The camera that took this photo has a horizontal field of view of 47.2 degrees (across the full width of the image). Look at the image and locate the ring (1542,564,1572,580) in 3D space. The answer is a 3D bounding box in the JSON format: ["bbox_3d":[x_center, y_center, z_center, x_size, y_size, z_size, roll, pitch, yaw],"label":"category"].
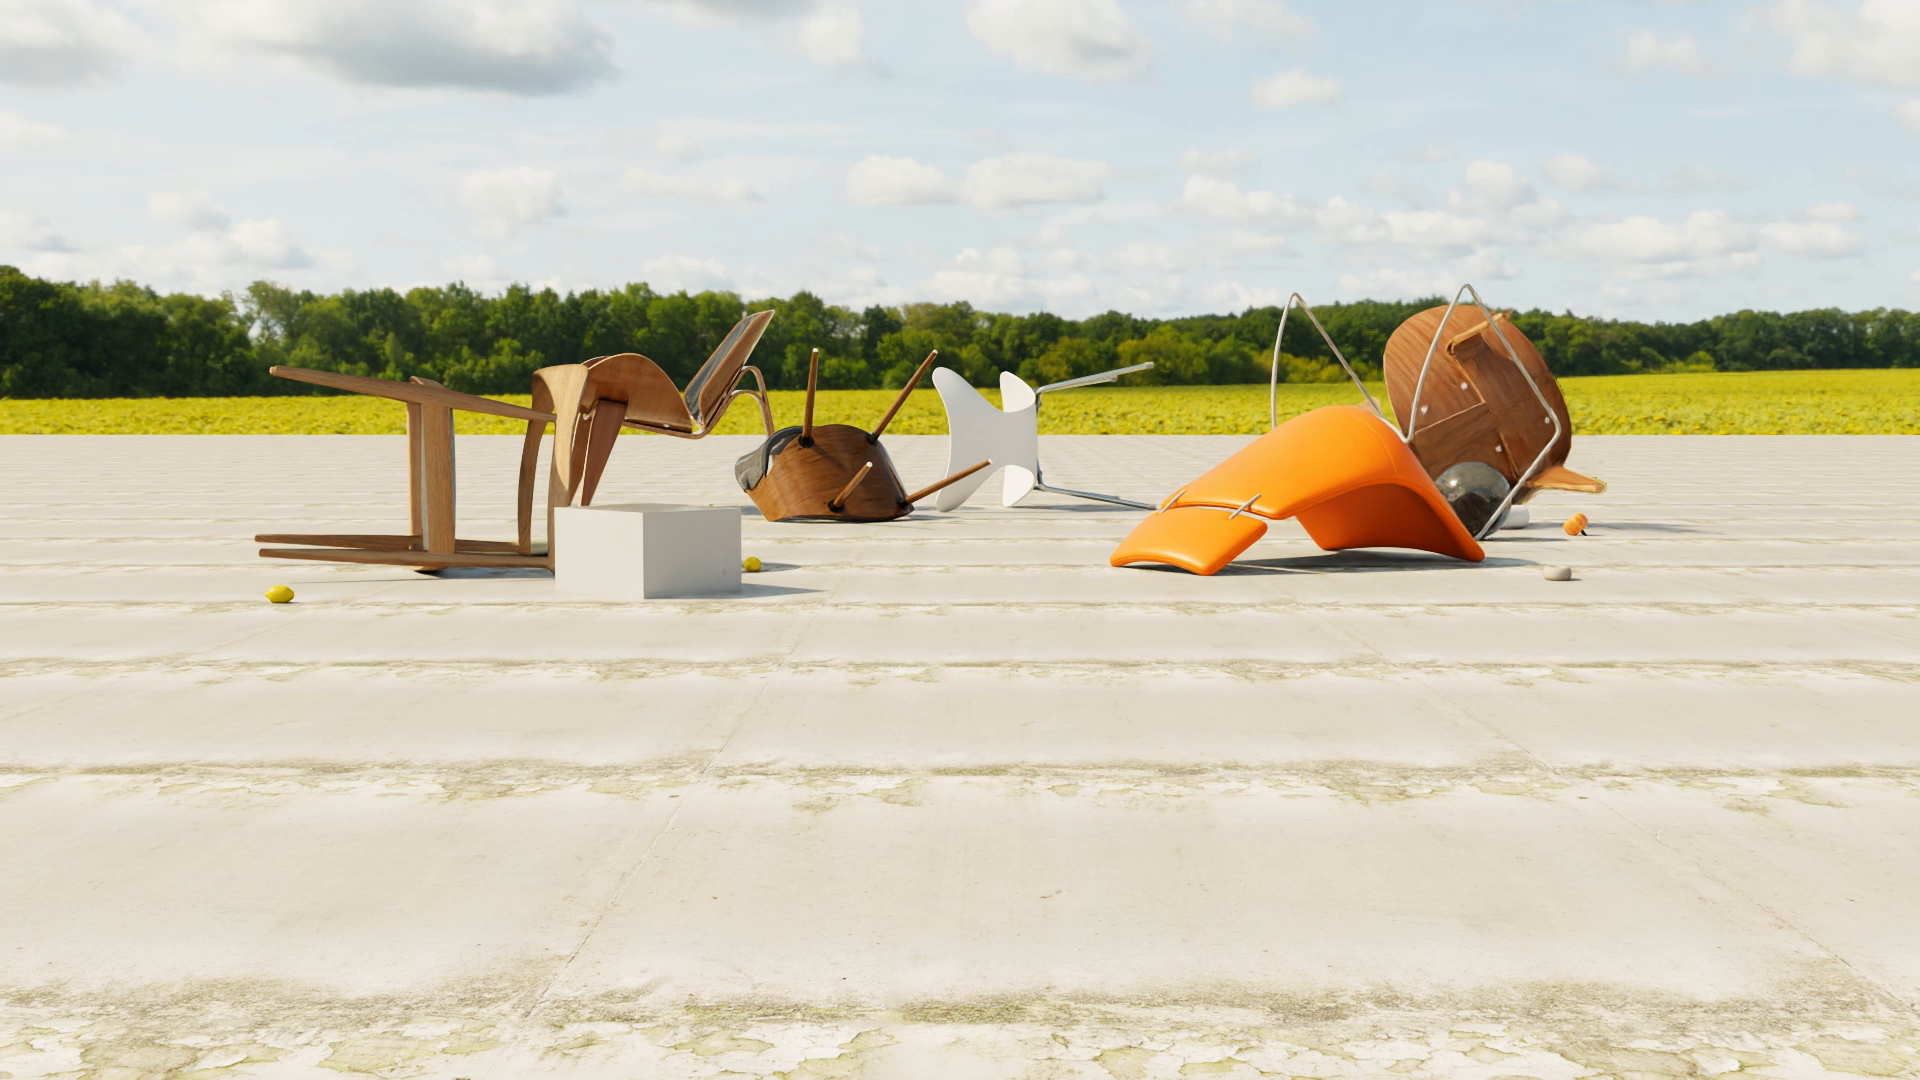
[{"bbox_3d":[1.409,0.077,5.189,0.067,0.032,0.111,2,5,14],"label":"ring"}]

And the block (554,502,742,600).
[{"bbox_3d":[-0.694,0.021,4.895,0.315,0.185,0.275,4,5,44],"label":"block"}]

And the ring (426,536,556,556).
[{"bbox_3d":[-1.249,0.018,5.935,0.387,0.048,0.168,-1,3,-3],"label":"ring"}]

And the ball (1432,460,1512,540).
[{"bbox_3d":[1.526,-0.119,6.557,0.236,0.236,0.236,0,4,0],"label":"ball"}]
